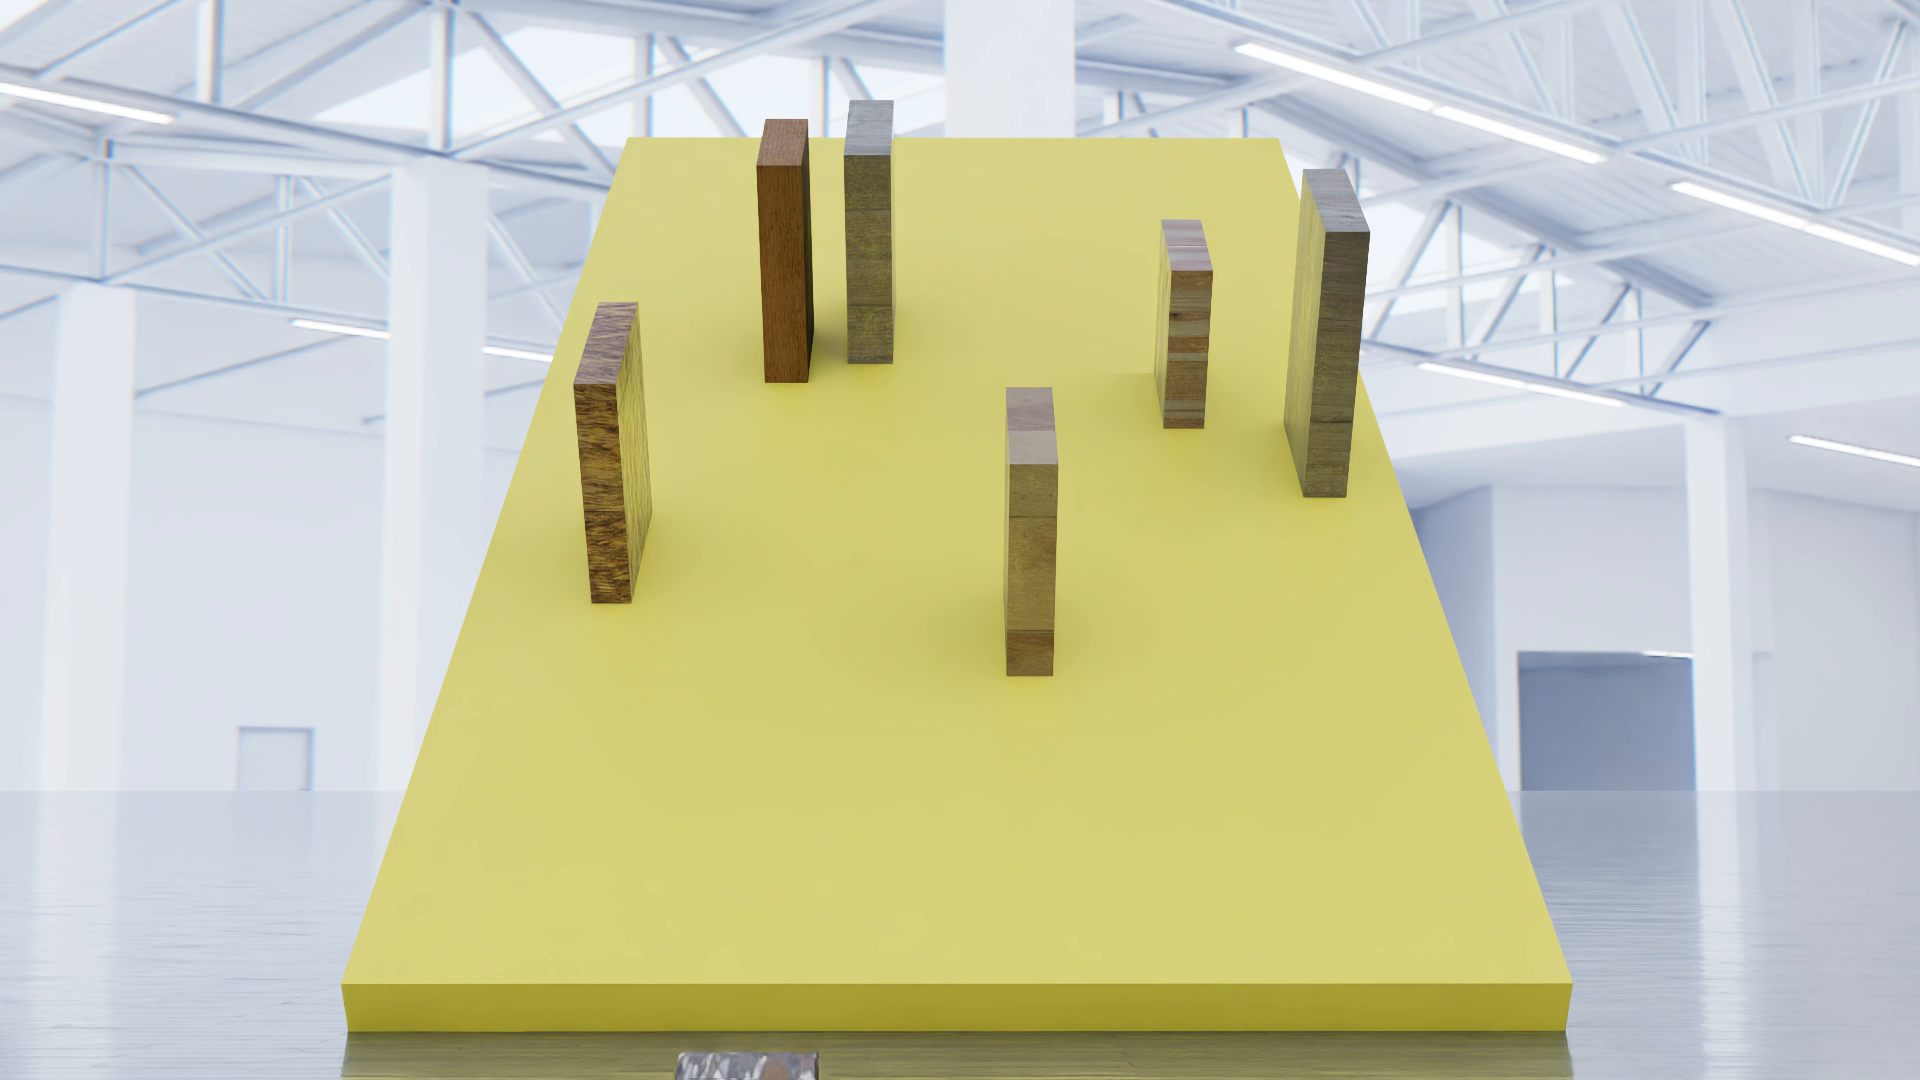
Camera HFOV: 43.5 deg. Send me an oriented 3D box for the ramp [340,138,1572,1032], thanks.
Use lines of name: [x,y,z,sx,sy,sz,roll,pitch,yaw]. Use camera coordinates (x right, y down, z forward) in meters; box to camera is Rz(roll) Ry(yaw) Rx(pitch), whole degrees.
ramp: [-0.012,-0.215,5.672,2.000,0.100,4.000,0,29,0]

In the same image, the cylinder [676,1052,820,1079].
cylinder: [-0.212,0.581,2.405,0.137,0.137,0.137,0,-6,-1]

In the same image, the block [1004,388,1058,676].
block: [0.137,-0.018,4.742,0.091,0.468,0.331,0,29,0]

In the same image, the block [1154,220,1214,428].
block: [0.526,-0.513,5.695,0.095,0.401,0.312,0,29,0]

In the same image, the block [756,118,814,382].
block: [-0.423,-0.706,5.872,0.105,0.559,0.324,0,29,0]

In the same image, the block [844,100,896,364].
block: [-0.222,-0.771,6.004,0.112,0.545,0.396,0,29,0]

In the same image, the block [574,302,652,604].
block: [-0.717,-0.185,5.001,0.083,0.500,0.398,0,29,0]

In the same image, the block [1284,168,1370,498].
block: [0.813,-0.462,5.368,0.095,0.634,0.373,0,29,0]
